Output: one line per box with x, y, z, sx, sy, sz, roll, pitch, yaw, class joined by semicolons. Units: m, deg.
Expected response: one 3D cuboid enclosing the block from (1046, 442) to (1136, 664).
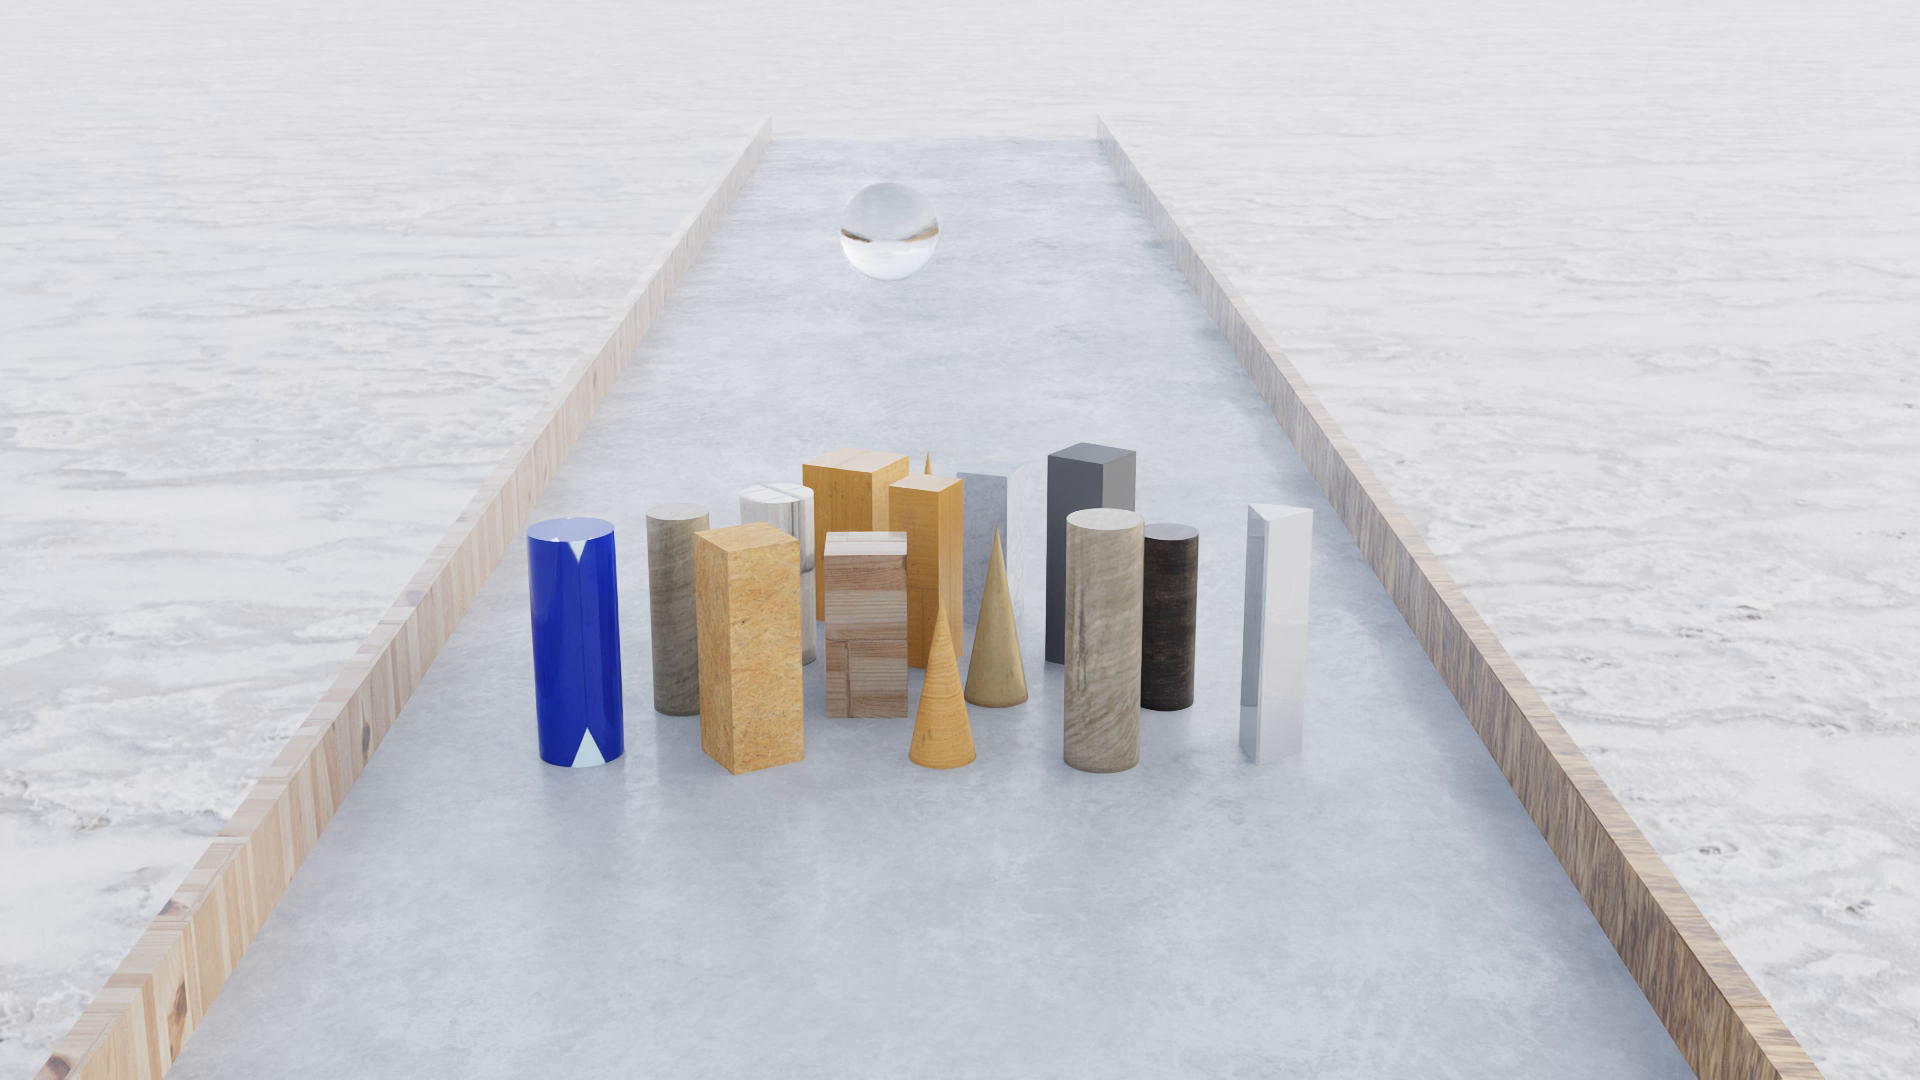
0.259;0.034;4.367;0.126;0.426;0.126;11;20;33;block

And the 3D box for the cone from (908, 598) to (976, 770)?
-0.031;0.239;3.885;0.122;0.306;0.122;0;17;0;cone

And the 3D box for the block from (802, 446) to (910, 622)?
-0.218;-0.007;4.655;0.165;0.339;0.165;8;18;25;block

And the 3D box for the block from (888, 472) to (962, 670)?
-0.067;0.063;4.368;0.108;0.368;0.108;8;18;24;block

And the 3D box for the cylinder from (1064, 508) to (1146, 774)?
0.251;0.177;3.852;0.135;0.445;0.135;0;17;0;cylinder

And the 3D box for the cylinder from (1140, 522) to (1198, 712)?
0.388;0.145;4.148;0.114;0.336;0.114;0;17;0;cylinder

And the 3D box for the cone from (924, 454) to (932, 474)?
-0.070;-0.053;4.868;0.104;0.305;0.104;0;17;0;cone

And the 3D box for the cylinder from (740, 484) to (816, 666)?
-0.362;0.072;4.383;0.147;0.343;0.147;0;17;0;cylinder

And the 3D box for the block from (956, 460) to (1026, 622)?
0.065;0.005;4.639;0.112;0.326;0.112;6;18;20;block

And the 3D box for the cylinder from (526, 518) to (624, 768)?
-0.679;0.180;3.892;0.153;0.415;0.153;0;17;0;cylinder

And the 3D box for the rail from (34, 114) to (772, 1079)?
-1.118;-0.838;7.780;0.050;0.150;12.000;0;17;-1;rail

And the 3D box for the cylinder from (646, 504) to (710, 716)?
-0.522;0.131;4.116;0.116;0.383;0.116;0;17;0;cylinder

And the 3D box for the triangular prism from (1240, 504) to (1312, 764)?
0.539;0.161;3.894;0.114;0.450;0.098;-13;21;-37;triangular prism

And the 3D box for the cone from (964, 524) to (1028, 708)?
0.069;0.133;4.168;0.125;0.348;0.125;0;17;0;cone

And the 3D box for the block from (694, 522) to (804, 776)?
-0.371;0.189;3.875;0.137;0.408;0.137;-10;19;-30;block

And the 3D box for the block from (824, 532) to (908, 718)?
-0.175;0.158;4.136;0.151;0.318;0.151;0;17;-1;block

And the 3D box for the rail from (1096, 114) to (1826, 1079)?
0.932;-0.844;7.801;0.050;0.150;12.000;0;17;-1;rail

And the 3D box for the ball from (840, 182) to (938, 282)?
-0.277;-1.207;8.602;0.389;0.389;0.389;0;17;0;ball
